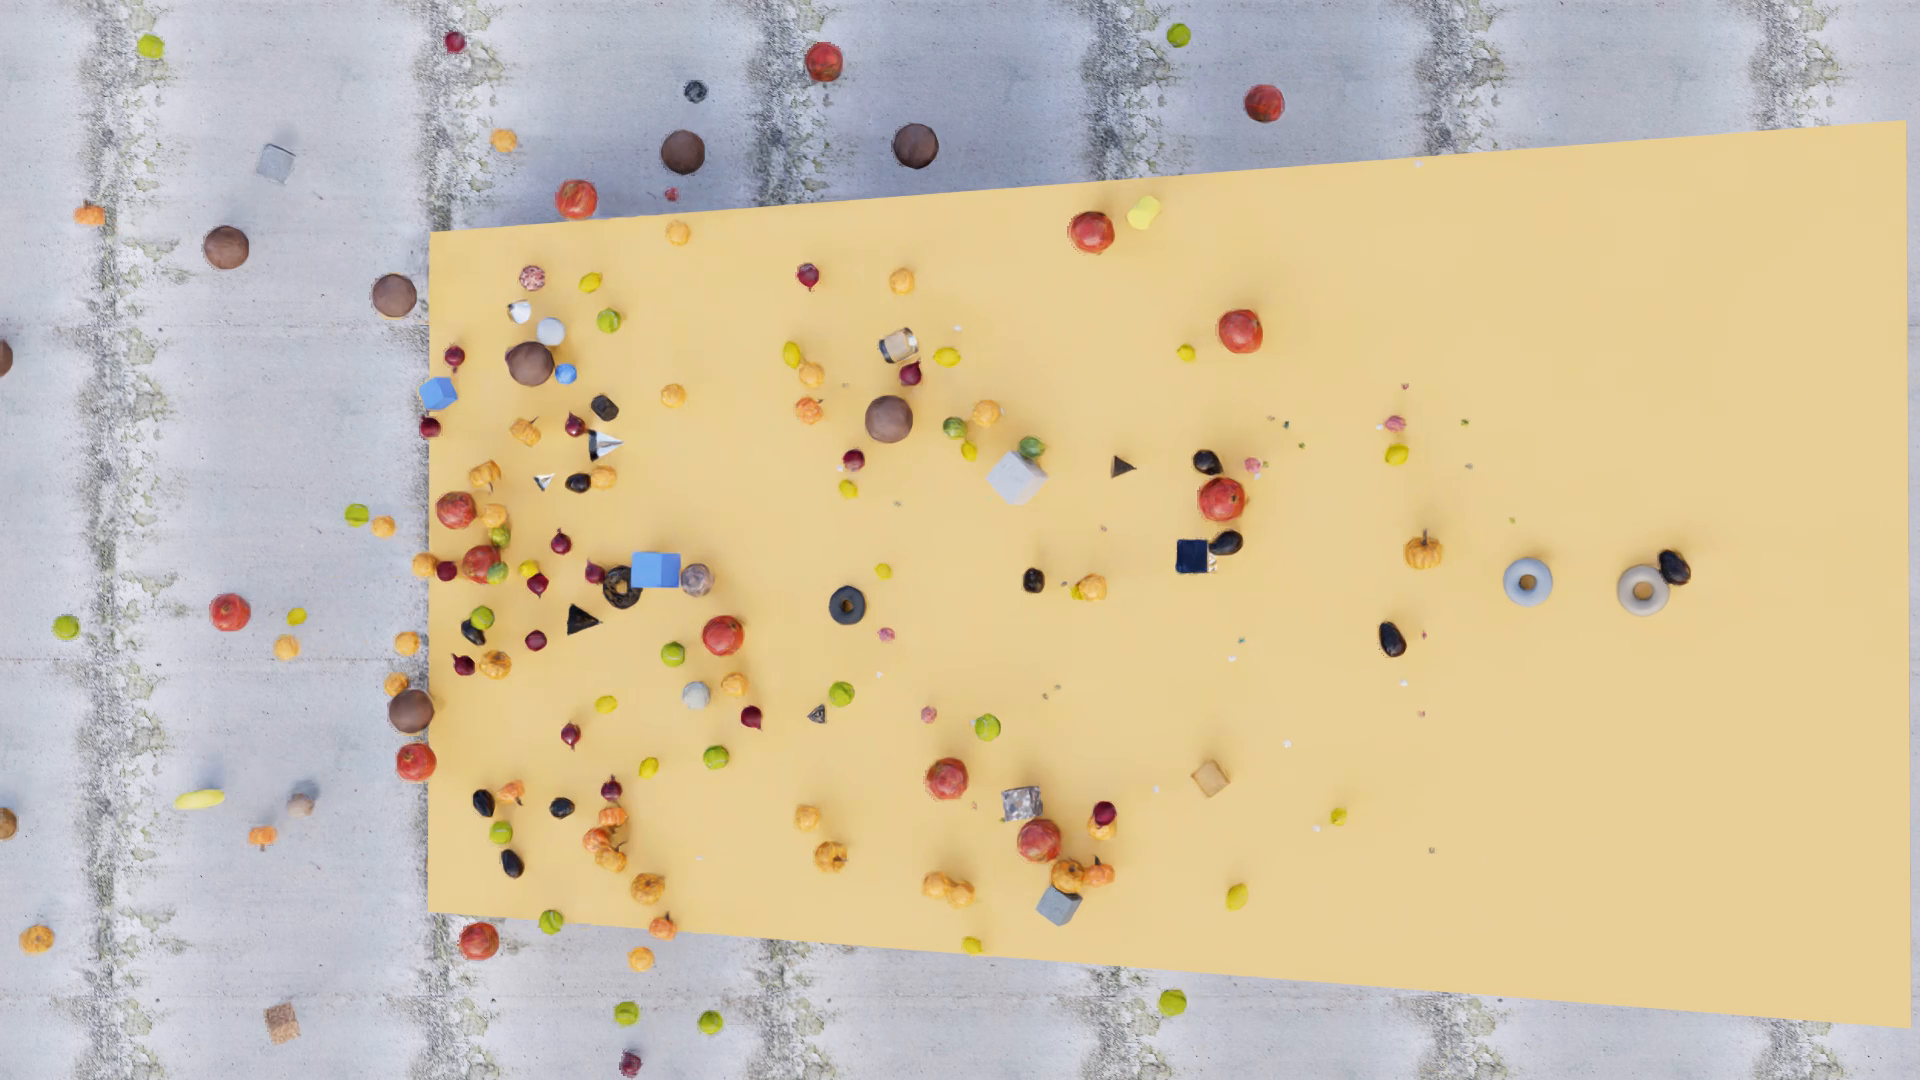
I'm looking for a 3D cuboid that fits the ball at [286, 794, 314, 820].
[{"bbox_3d":[-1.954,0.790,6.518,0.078,0.078,0.078,0,89,0],"label":"ball"}]

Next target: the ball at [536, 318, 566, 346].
[{"bbox_3d":[-1.165,-0.592,6.259,0.082,0.082,0.082,0,89,0],"label":"ball"}]

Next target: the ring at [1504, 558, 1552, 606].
[{"bbox_3d":[1.332,0.099,5.158,0.116,0.039,0.116,0,89,26],"label":"ring"}]

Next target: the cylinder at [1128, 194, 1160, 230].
[{"bbox_3d":[0.462,-0.824,5.527,0.062,0.062,0.062,35,55,0],"label":"cylinder"}]

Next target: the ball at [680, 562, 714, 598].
[{"bbox_3d":[-0.723,0.110,6.046,0.094,0.094,0.094,0,89,0],"label":"ball"}]

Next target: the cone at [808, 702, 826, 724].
[{"bbox_3d":[-0.377,0.460,5.926,0.054,0.054,0.054,20,69,0],"label":"cone"}]

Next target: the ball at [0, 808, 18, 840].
[{"bbox_3d":[-2.844,0.840,6.507,0.098,0.098,0.098,0,89,0],"label":"ball"}]

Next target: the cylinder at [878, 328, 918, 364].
[{"bbox_3d":[-0.163,-0.513,5.813,0.076,0.076,0.076,-21,89,22],"label":"cylinder"}]

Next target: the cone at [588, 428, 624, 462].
[{"bbox_3d":[-0.992,-0.271,6.198,0.099,0.099,0.099,-4,89,-3],"label":"cone"}]

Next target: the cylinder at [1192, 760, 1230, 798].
[{"bbox_3d":[0.622,0.592,5.450,0.071,0.071,0.071,-36,77,0],"label":"cylinder"}]

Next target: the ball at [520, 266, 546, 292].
[{"bbox_3d":[-1.223,-0.748,6.291,0.074,0.074,0.074,0,89,0],"label":"ball"}]

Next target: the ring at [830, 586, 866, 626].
[{"bbox_3d":[-0.302,0.178,5.889,0.108,0.036,0.108,0,90,25],"label":"ring"}]

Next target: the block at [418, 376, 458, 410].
[{"bbox_3d":[-1.524,-0.428,6.424,0.069,0.069,0.069,-30,78,21],"label":"block"}]

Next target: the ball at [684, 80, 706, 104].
[{"bbox_3d":[-0.758,-1.286,6.311,0.063,0.063,0.063,0,89,0],"label":"ball"}]

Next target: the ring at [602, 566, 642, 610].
[{"bbox_3d":[-0.949,0.133,6.176,0.122,0.041,0.122,0,89,22],"label":"ring"}]

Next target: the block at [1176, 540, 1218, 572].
[{"bbox_3d":[0.588,0.041,5.468,0.081,0.081,0.081,1,90,24],"label":"block"}]

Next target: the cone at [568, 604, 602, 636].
[{"bbox_3d":[-1.057,0.230,6.223,0.093,0.093,0.093,7,89,-5],"label":"cone"}]

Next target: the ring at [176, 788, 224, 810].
[{"bbox_3d":[-2.239,0.764,6.476,0.138,0.138,0.046,-11,83,0],"label":"ring"}]

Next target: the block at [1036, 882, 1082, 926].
[{"bbox_3d":[0.253,0.928,5.610,0.076,0.076,0.076,33,102,21],"label":"block"}]

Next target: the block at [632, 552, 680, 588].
[{"bbox_3d":[-0.843,0.083,6.099,0.096,0.096,0.096,2,90,24],"label":"block"}]

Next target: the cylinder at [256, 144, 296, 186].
[{"bbox_3d":[-2.030,-1.115,6.527,0.093,0.093,0.093,22,87,0],"label":"cylinder"}]

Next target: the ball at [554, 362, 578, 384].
[{"bbox_3d":[-1.119,-0.472,6.248,0.062,0.062,0.062,0,89,0],"label":"ball"}]

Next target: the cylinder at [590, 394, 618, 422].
[{"bbox_3d":[-1.001,-0.371,6.190,0.057,0.057,0.057,-49,56,-1],"label":"cylinder"}]

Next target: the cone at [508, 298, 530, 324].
[{"bbox_3d":[-1.282,-0.665,6.309,0.074,0.074,0.074,-2,81,15],"label":"cone"}]

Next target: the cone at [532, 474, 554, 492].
[{"bbox_3d":[-1.185,-0.174,6.294,0.055,0.055,0.055,-33,89,-7],"label":"cone"}]

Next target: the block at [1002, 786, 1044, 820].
[{"bbox_3d":[0.161,0.677,5.654,0.076,0.076,0.076,-10,85,24],"label":"block"}]

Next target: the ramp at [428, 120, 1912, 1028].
[{"bbox_3d":[0.283,0.083,5.703,4.000,0.100,2.000,0,89,24],"label":"ramp"}]

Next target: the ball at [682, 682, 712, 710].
[{"bbox_3d":[-0.726,0.429,6.051,0.081,0.081,0.081,0,89,0],"label":"ball"}]

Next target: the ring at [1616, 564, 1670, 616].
[{"bbox_3d":[1.569,0.117,5.051,0.120,0.040,0.120,0,91,24],"label":"ring"}]

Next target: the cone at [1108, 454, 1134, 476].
[{"bbox_3d":[0.417,-0.184,5.577,0.061,0.061,0.061,17,89,21],"label":"cone"}]

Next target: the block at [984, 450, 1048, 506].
[{"bbox_3d":[0.147,-0.159,5.658,0.099,0.099,0.099,46,107,18],"label":"block"}]

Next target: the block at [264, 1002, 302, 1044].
[{"bbox_3d":[-1.993,1.423,6.474,0.076,0.076,0.076,-17,44,-23],"label":"block"}]
